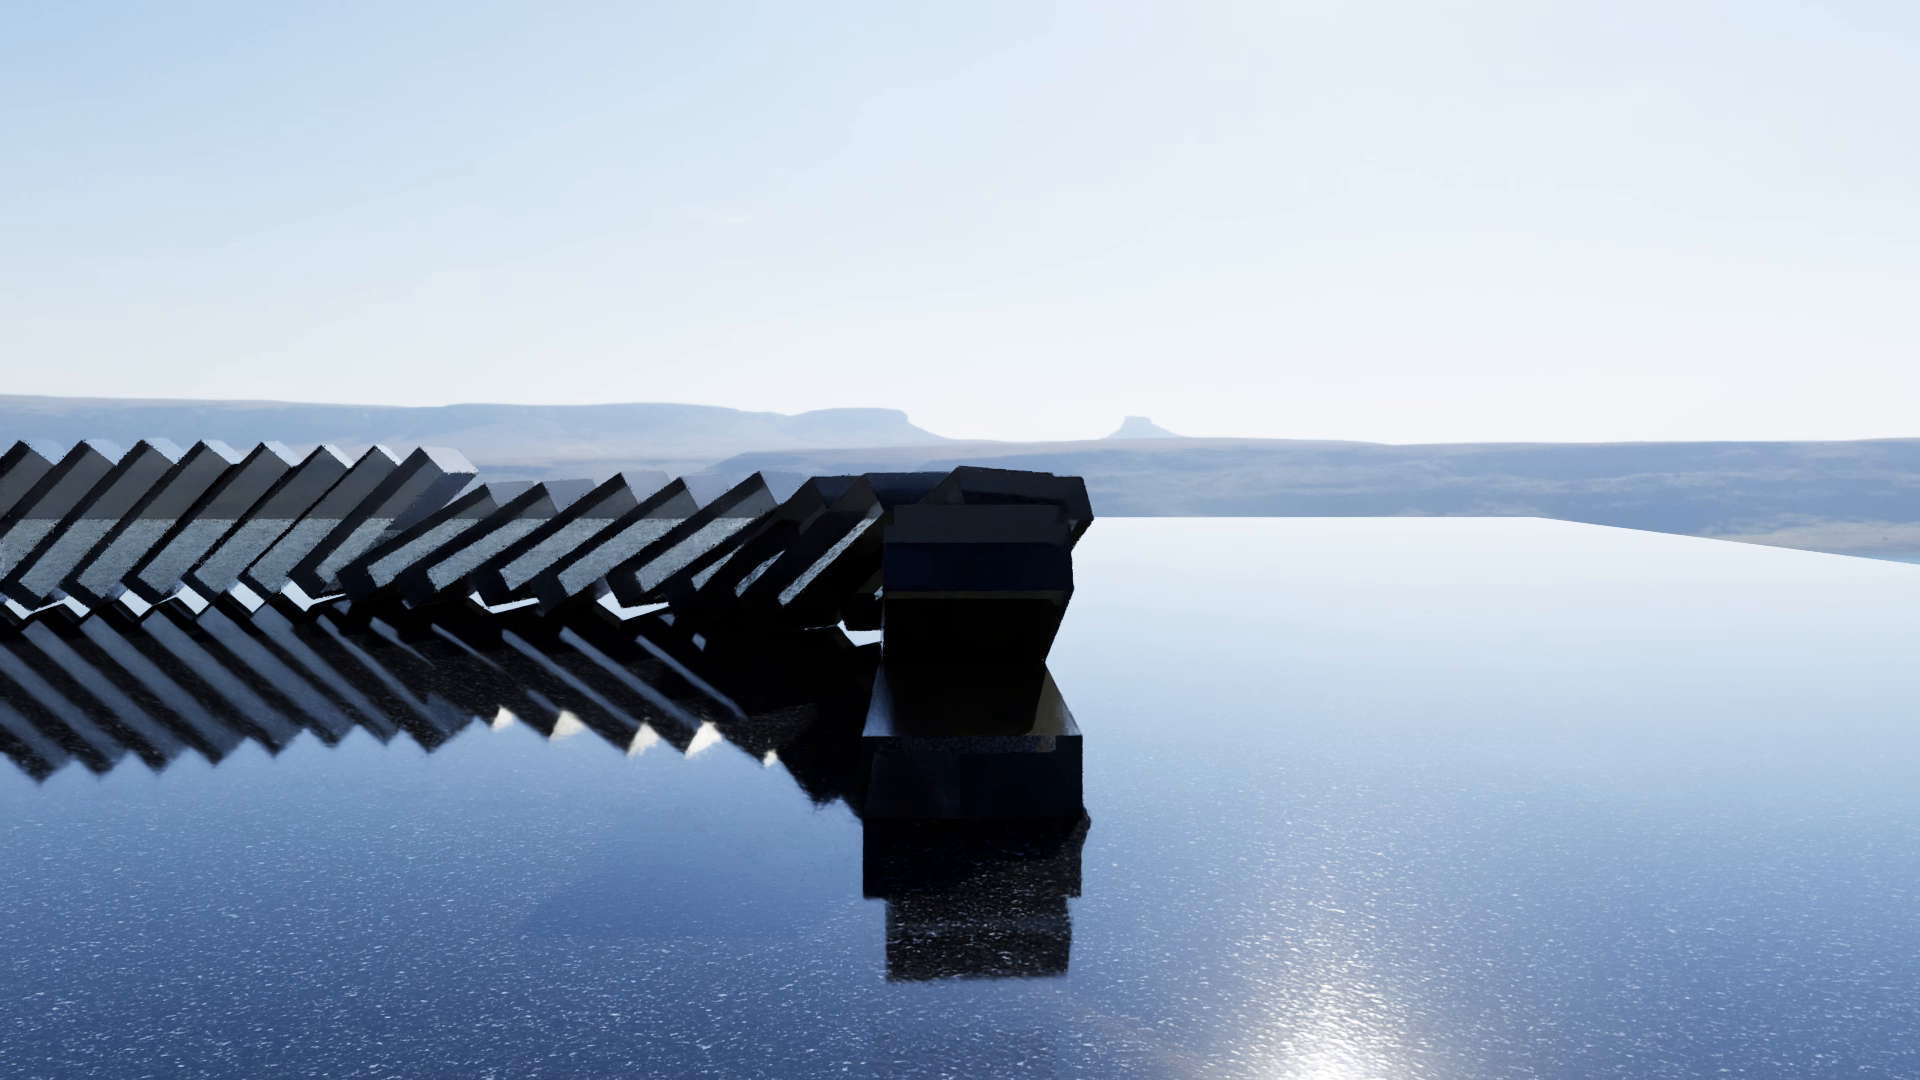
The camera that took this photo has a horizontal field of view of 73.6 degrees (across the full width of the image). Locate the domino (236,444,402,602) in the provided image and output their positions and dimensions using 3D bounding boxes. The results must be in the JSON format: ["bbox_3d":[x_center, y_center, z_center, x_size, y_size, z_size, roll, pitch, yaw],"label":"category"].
[{"bbox_3d":[-0.178,-0.006,0.361,0.009,0.050,0.025,45,-11,-16],"label":"domino"}]

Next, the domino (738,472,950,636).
[{"bbox_3d":[-0.024,0.003,0.279,0.025,0.009,0.050,-4,-29,-48],"label":"domino"}]

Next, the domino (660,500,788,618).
[{"bbox_3d":[-0.047,0.002,0.318,0.050,0.009,0.025,-31,-7,21],"label":"domino"}]

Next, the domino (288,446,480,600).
[{"bbox_3d":[-0.159,-0.005,0.356,0.050,0.009,0.025,-43,2,2],"label":"domino"}]

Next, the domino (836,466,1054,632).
[{"bbox_3d":[-0.003,0.003,0.272,0.025,0.009,0.050,2,-33,-39],"label":"domino"}]

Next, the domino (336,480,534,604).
[{"bbox_3d":[-0.141,0.000,0.350,0.050,0.010,0.025,-28,-1,10],"label":"domino"}]

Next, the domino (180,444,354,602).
[{"bbox_3d":[-0.191,-0.005,0.358,0.009,0.050,0.025,45,-10,-17],"label":"domino"}]

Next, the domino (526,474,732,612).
[{"bbox_3d":[-0.083,0.001,0.329,0.050,0.009,0.025,-32,-4,14],"label":"domino"}]

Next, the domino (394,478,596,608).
[{"bbox_3d":[-0.121,0.001,0.339,0.050,0.009,0.025,-30,-3,13],"label":"domino"}]

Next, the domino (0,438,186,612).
[{"bbox_3d":[-0.226,-0.005,0.337,0.009,0.050,0.025,43,-9,-17],"label":"domino"}]

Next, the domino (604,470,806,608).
[{"bbox_3d":[-0.062,0.000,0.325,0.050,0.009,0.025,-32,-8,16],"label":"domino"}]

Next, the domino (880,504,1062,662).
[{"bbox_3d":[0.000,0.009,0.212,0.025,0.010,0.050,0,-25,-6],"label":"domino"}]

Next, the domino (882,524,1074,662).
[{"bbox_3d":[0.001,0.012,0.194,0.025,0.010,0.050,0,-23,-4],"label":"domino"}]

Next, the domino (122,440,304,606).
[{"bbox_3d":[-0.203,-0.005,0.351,0.010,0.050,0.025,44,-9,-17],"label":"domino"}]

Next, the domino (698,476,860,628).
[{"bbox_3d":[-0.036,0.003,0.293,0.025,0.009,0.050,-5,-27,-47],"label":"domino"}]

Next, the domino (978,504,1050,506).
[{"bbox_3d":[0.001,0.009,0.233,0.025,0.010,0.050,0,-25,-5],"label":"domino"}]

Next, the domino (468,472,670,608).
[{"bbox_3d":[-0.099,-0.001,0.333,0.050,0.010,0.025,-32,-4,12],"label":"domino"}]

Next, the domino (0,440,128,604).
[{"bbox_3d":[-0.238,-0.004,0.332,0.009,0.050,0.025,43,-10,-17],"label":"domino"}]

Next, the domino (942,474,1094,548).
[{"bbox_3d":[0.005,0.005,0.255,0.025,0.010,0.050,0,-31,-20],"label":"domino"}]

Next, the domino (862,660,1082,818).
[{"bbox_3d":[0.001,0.025,0.171,0.025,0.010,0.050,0,4,-1],"label":"domino"}]

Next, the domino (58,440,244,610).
[{"bbox_3d":[-0.215,-0.005,0.343,0.010,0.050,0.025,43,-10,-17],"label":"domino"}]

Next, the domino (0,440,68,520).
[{"bbox_3d":[-0.249,-0.004,0.327,0.010,0.050,0.025,43,-10,-17],"label":"domino"}]
